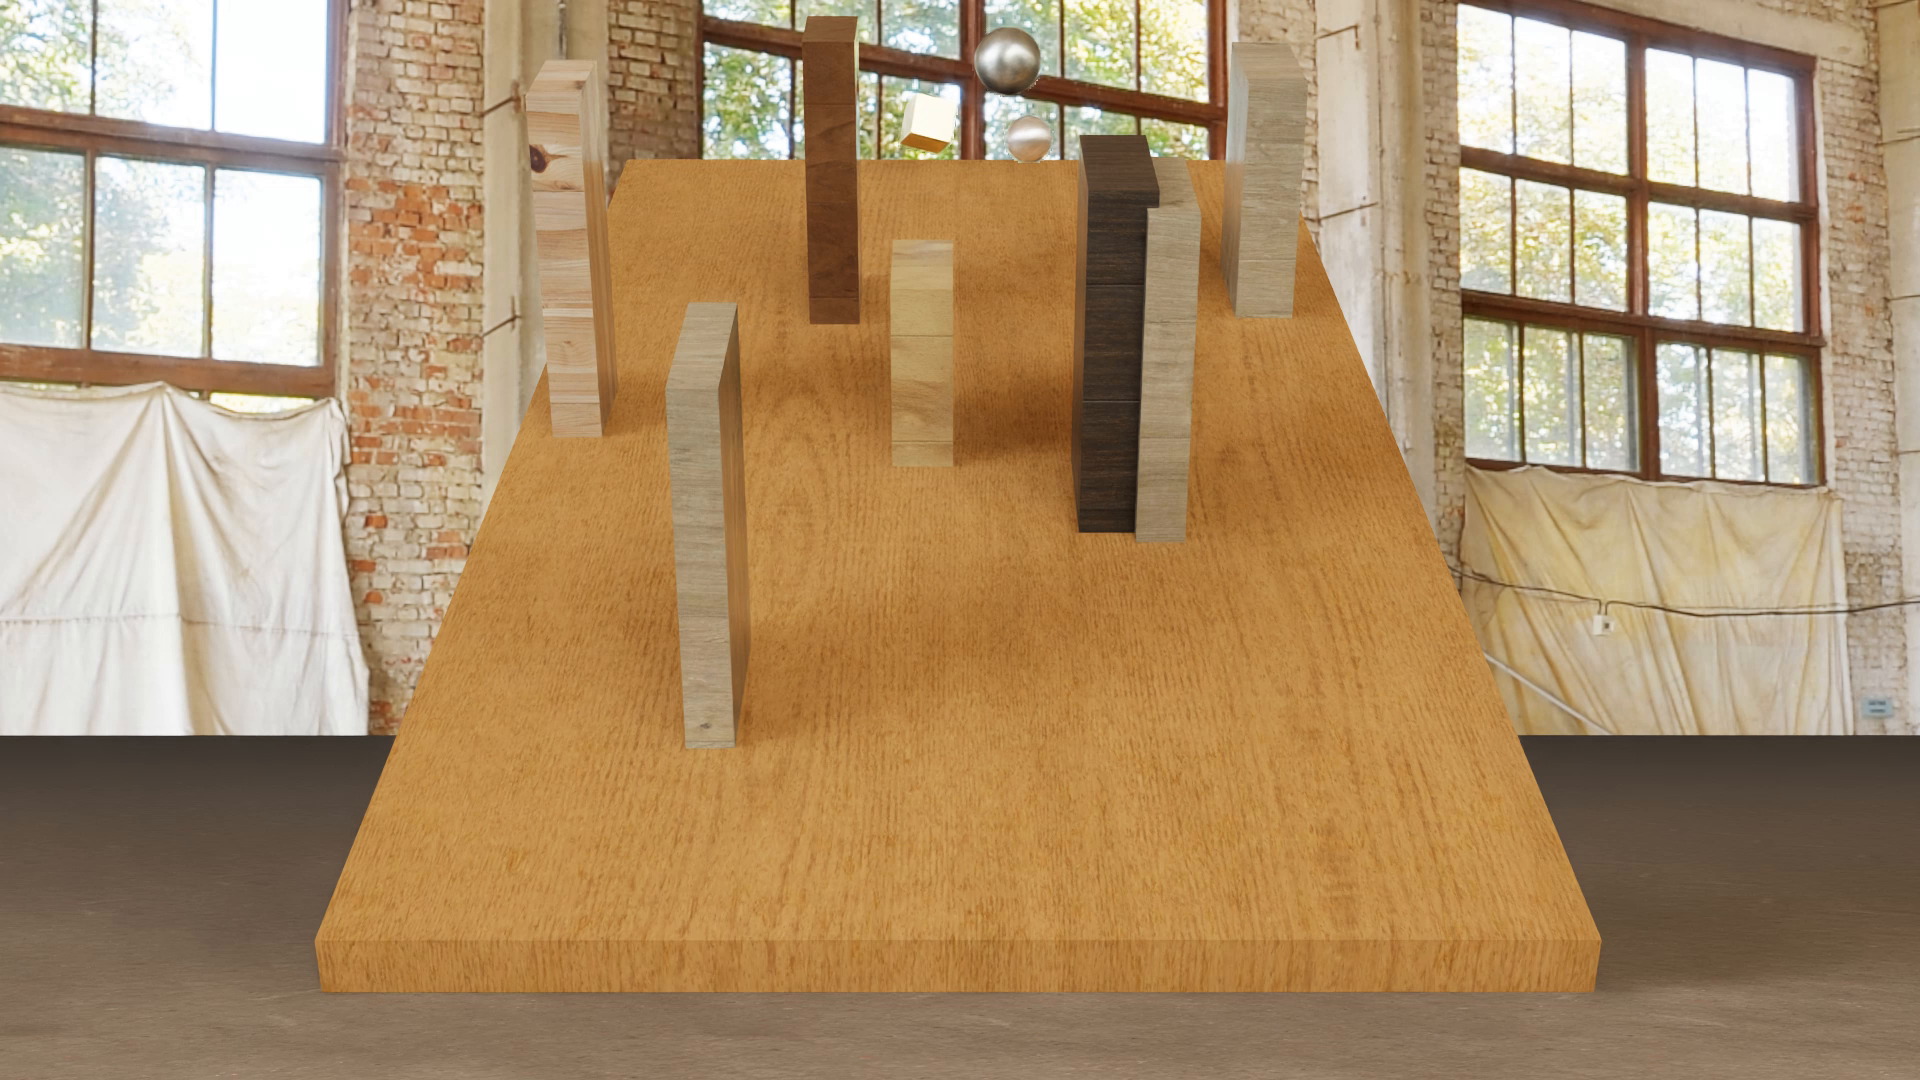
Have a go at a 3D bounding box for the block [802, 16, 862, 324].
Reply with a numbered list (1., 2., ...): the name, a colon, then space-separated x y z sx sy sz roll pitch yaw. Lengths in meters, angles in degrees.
1. block: -0.319 -0.929 5.962 0.126 0.727 0.248 0 27 0

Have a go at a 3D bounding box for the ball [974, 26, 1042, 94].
1. ball: 0.147 -1.466 7.232 0.206 0.206 0.206 0 -5 0

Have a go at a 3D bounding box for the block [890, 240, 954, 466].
1. block: -0.083 -0.421 5.293 0.135 0.417 0.318 0 27 0

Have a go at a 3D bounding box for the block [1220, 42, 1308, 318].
1. block: 0.779 -0.931 6.100 0.145 0.613 0.392 0 27 0

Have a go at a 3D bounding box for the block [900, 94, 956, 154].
1. block: -0.093 -1.213 6.890 0.121 0.121 0.121 12 -10 -16

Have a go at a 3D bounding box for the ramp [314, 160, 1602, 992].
1. ramp: -0.010 -0.228 5.485 2.000 0.100 4.000 0 27 0

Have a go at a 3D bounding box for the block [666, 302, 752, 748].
1. block: -0.441 -0.028 4.201 0.087 0.689 0.395 0 27 0

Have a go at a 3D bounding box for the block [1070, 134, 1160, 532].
1. block: 0.319 -0.431 4.948 0.139 0.746 0.369 0 27 0

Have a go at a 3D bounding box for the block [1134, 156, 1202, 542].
1. block: 0.416 -0.398 4.922 0.103 0.710 0.380 0 27 0

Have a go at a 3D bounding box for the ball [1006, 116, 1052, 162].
1. ball: 0.205 -1.190 7.014 0.137 0.137 0.137 0 -5 0

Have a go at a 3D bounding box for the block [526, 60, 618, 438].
1. block: -0.870 -0.654 5.335 0.112 0.793 0.294 0 27 0
